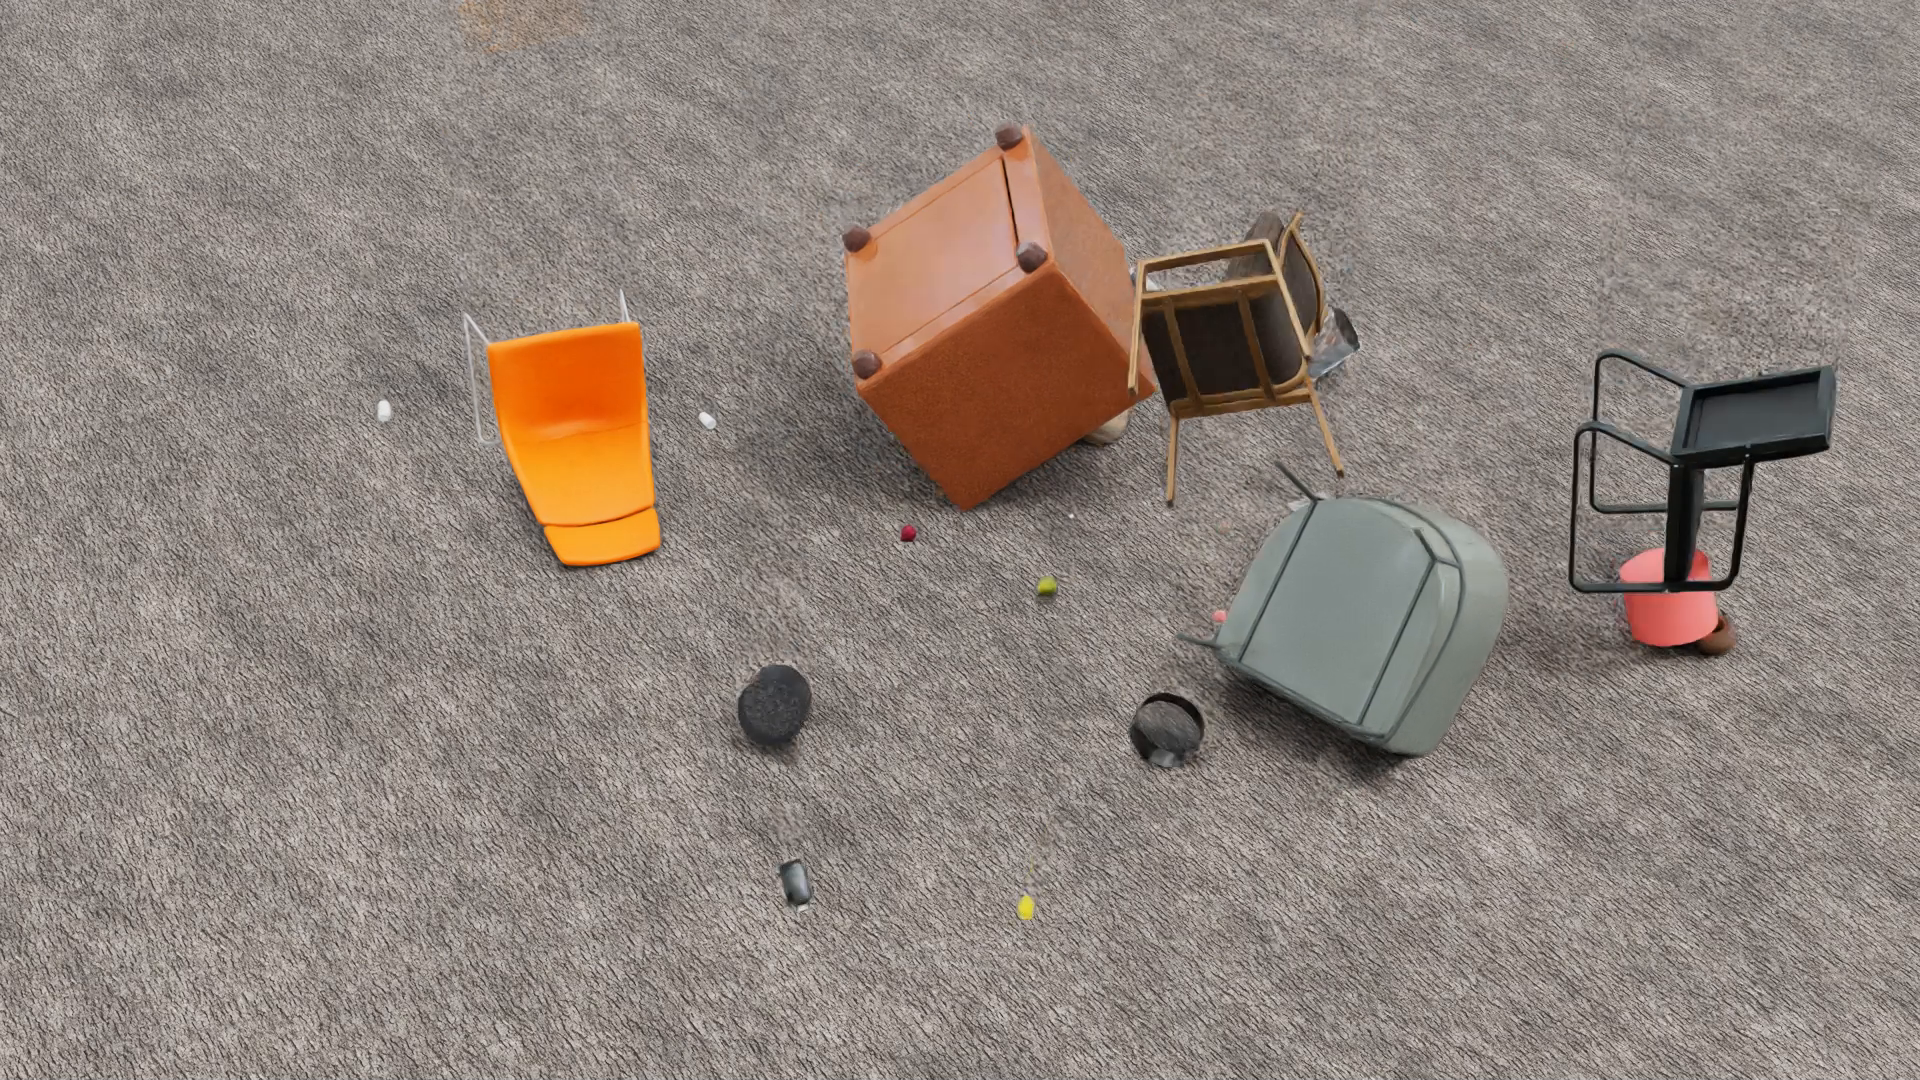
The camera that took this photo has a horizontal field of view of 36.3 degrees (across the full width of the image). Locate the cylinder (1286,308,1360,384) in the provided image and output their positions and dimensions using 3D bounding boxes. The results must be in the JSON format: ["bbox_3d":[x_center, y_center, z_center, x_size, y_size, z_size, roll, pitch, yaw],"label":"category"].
[{"bbox_3d":[1.466,-0.784,11.865,0.252,0.152,0.232,-36,43,26],"label":"cylinder"}]

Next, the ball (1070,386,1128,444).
[{"bbox_3d":[0.546,-0.487,11.479,0.226,0.226,0.226,0,33,0],"label":"ball"}]

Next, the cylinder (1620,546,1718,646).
[{"bbox_3d":[2.506,0.197,10.357,0.306,0.234,0.307,-29,26,-27],"label":"cylinder"}]

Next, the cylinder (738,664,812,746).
[{"bbox_3d":[-0.623,0.554,9.856,0.220,0.235,0.160,7,16,7],"label":"cylinder"}]

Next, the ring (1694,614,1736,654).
[{"bbox_3d":[2.661,0.328,10.359,0.157,0.082,0.213,-8,29,0],"label":"ring"}]

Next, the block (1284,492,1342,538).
[{"bbox_3d":[1.327,-0.096,11.013,0.178,0.086,0.113,-19,38,-26],"label":"block"}]

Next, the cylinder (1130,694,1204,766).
[{"bbox_3d":[0.695,0.636,9.817,0.232,0.089,0.236,9,52,-12],"label":"cylinder"}]
